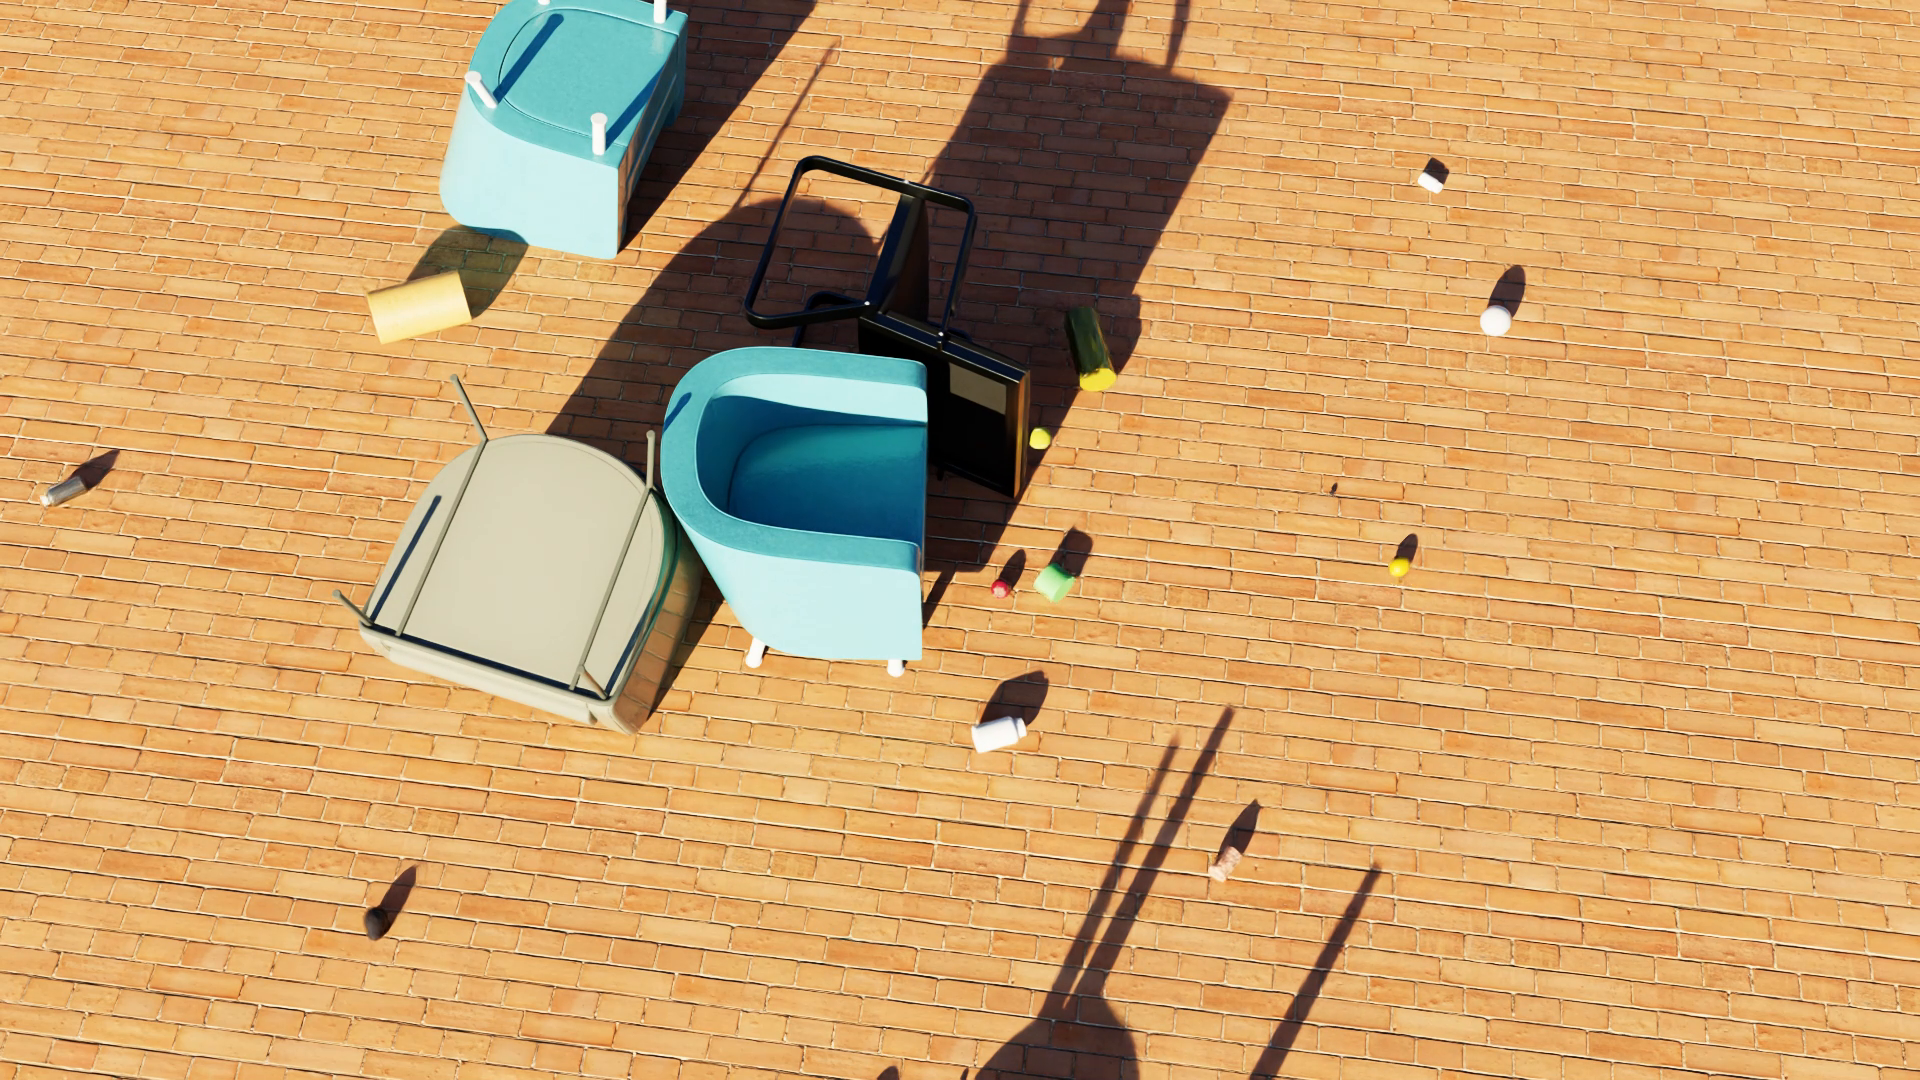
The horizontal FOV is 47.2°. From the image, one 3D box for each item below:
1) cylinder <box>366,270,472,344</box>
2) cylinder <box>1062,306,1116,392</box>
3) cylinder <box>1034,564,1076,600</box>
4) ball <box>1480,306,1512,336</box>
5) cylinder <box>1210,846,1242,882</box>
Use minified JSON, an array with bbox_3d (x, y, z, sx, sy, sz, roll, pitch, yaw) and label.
[{"bbox_3d":[-1.714,-0.739,6.974,0.290,0.173,0.133,-16,19,-10],"label":"cylinder"},{"bbox_3d":[0.404,-0.601,6.909,0.116,0.113,0.256,10,51,-31],"label":"cylinder"},{"bbox_3d":[0.279,0.122,6.449,0.096,0.070,0.073,-37,60,-26],"label":"cylinder"},{"bbox_3d":[1.702,-0.696,6.982,0.099,0.099,0.099,0,56,0],"label":"ball"},{"bbox_3d":[0.719,0.877,5.945,0.051,0.068,0.077,34,68,30],"label":"cylinder"}]
